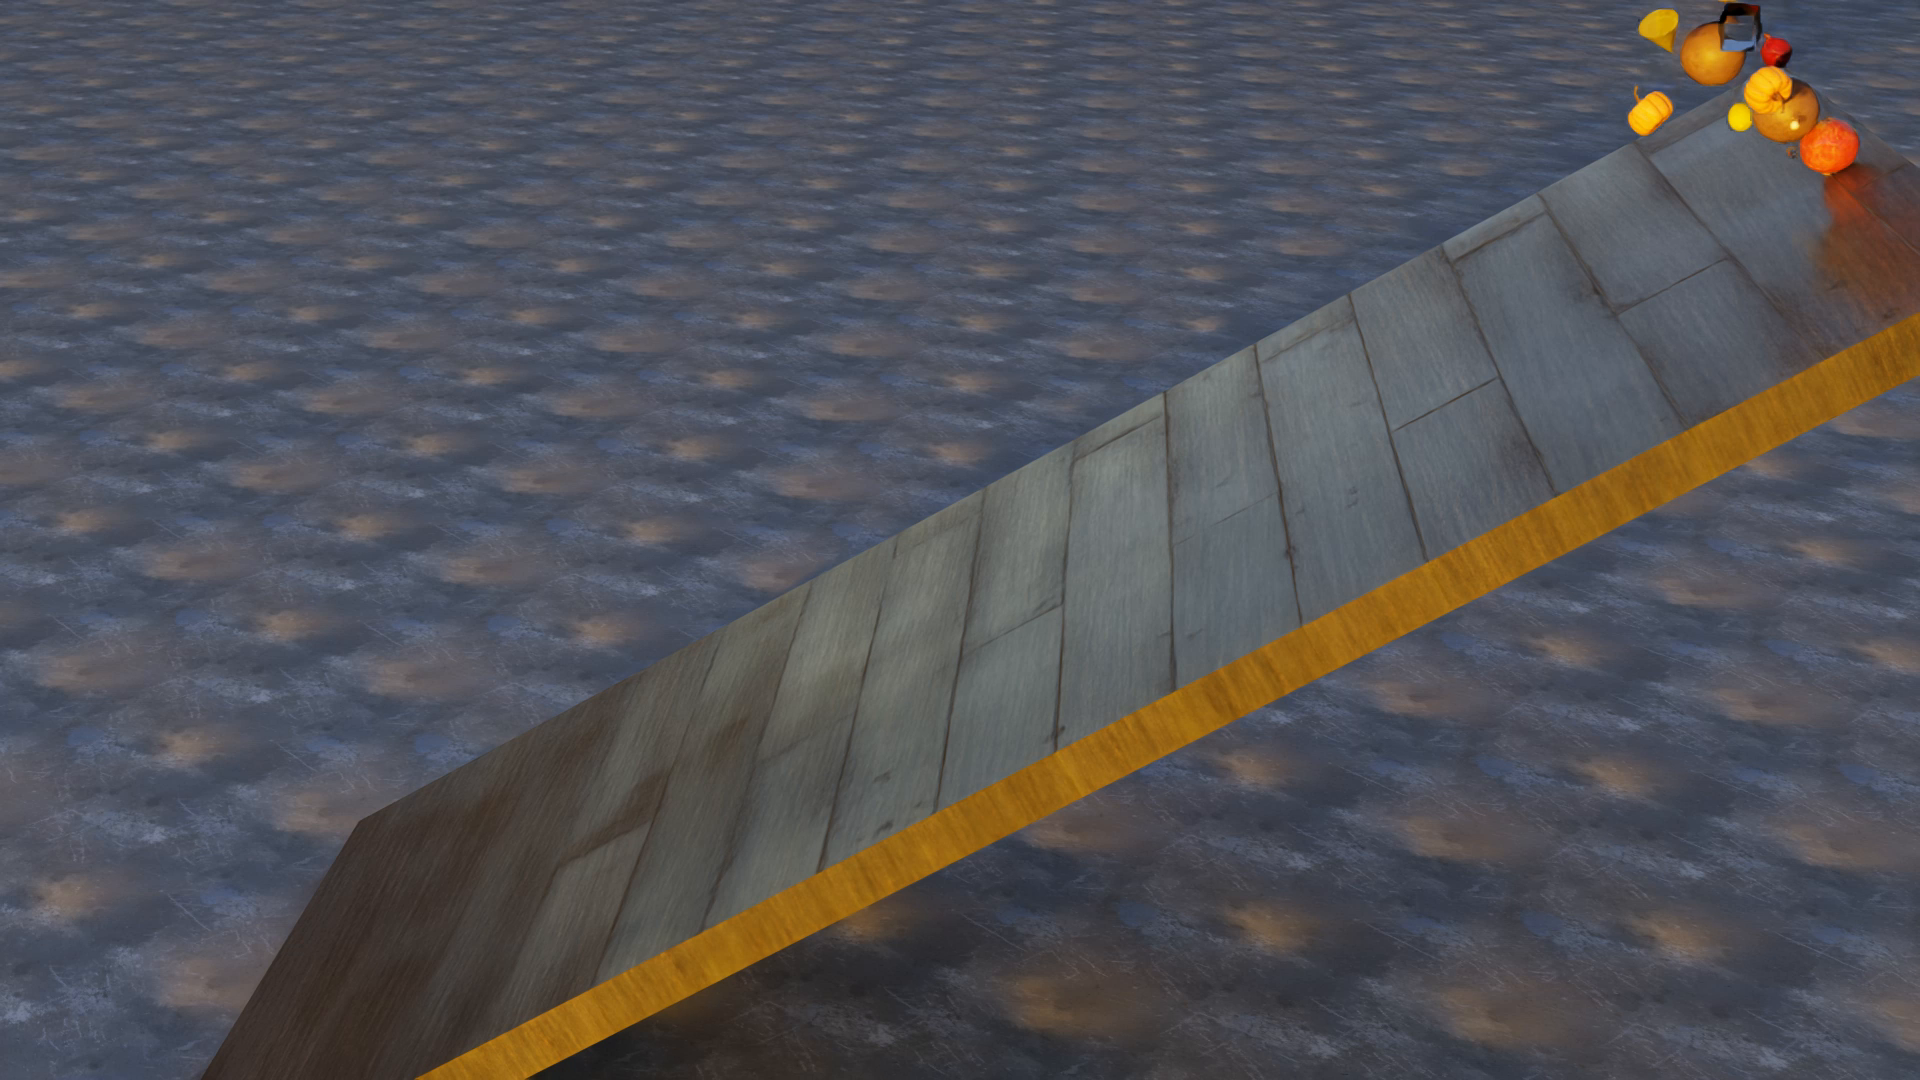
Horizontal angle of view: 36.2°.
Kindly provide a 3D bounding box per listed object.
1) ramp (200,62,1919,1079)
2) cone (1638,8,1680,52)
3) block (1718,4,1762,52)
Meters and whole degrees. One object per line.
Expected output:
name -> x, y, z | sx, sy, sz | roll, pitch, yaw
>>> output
ramp -> 0.142, 0.168, 6.284 | 4.000, 0.100, 2.000 | -28, 15, 12
cone -> 1.373, -0.977, 5.726 | 0.080, 0.080, 0.080 | -20, 43, 19
block -> 1.486, -0.976, 5.603 | 0.063, 0.063, 0.063 | 7, 49, 27
